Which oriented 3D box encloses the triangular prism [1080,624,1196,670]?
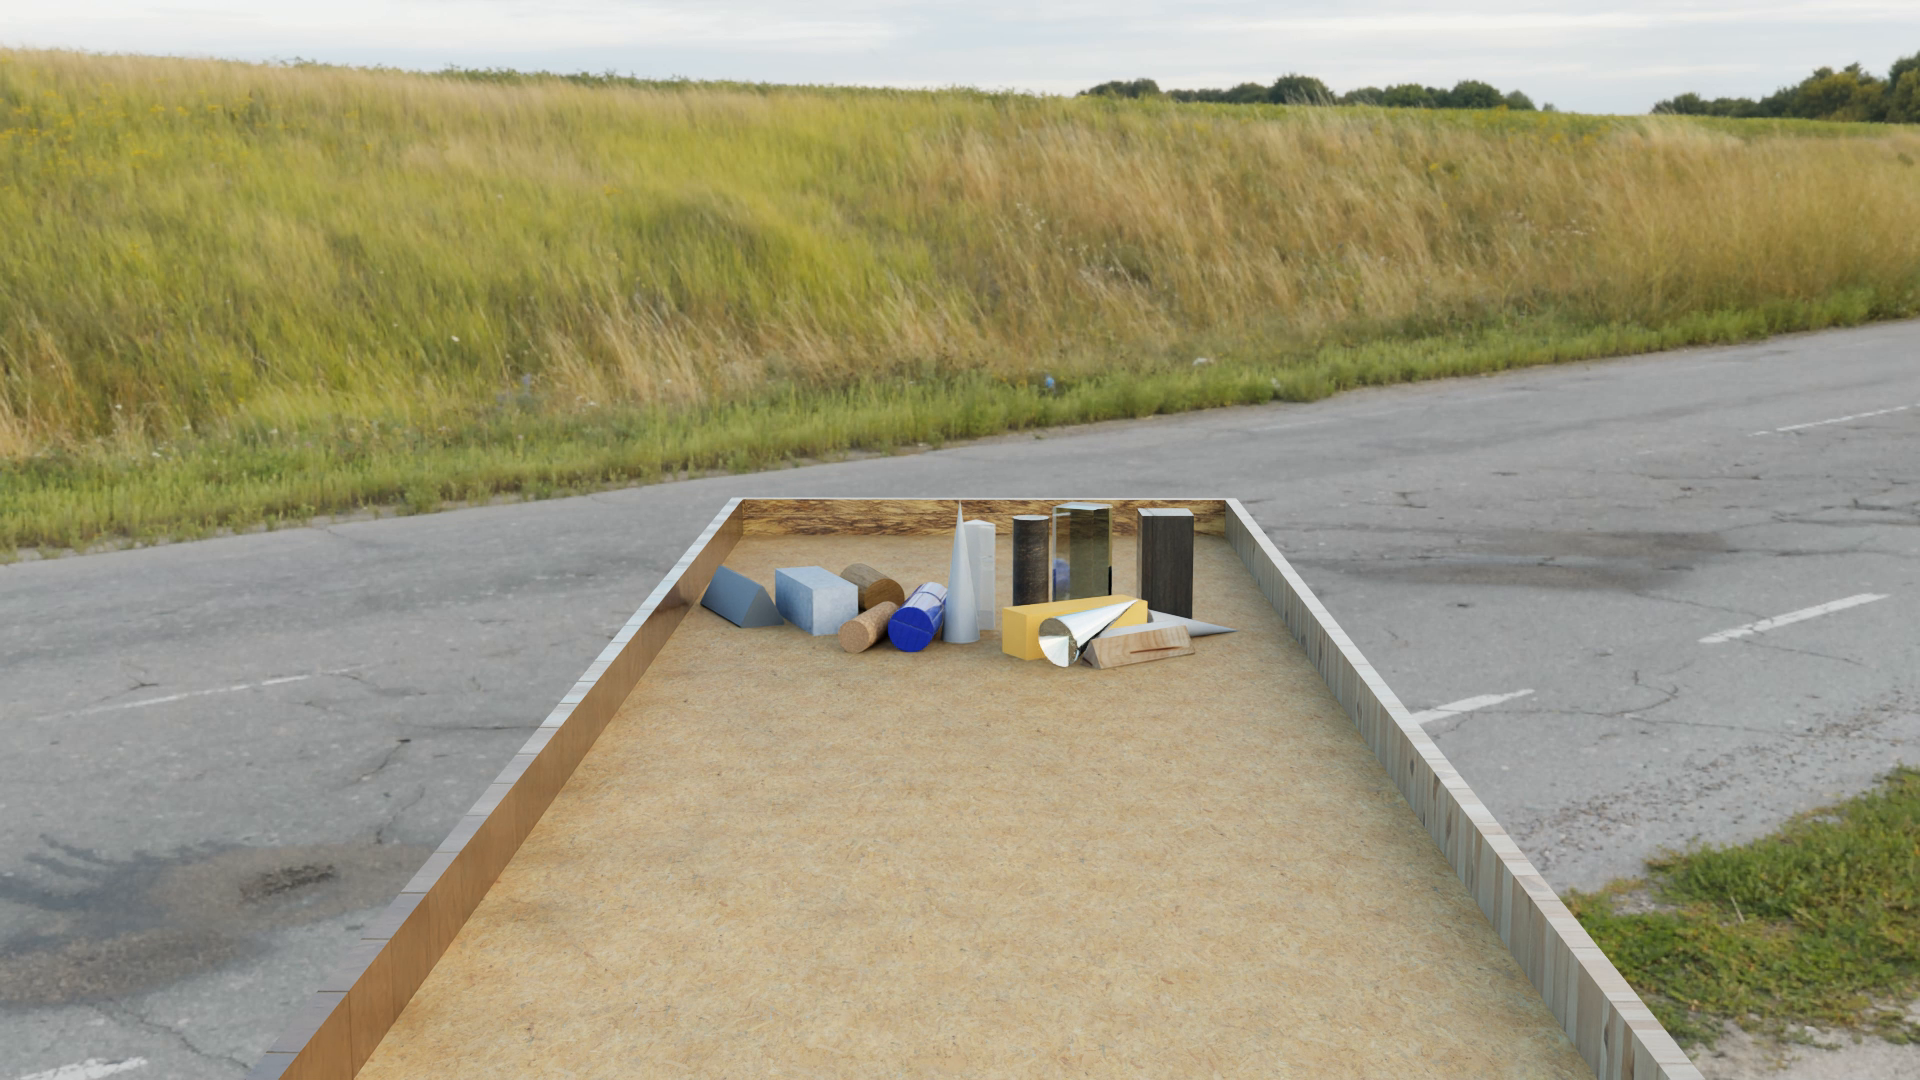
[{"bbox_3d":[0.544,0.321,6.700,0.383,0.083,0.096,-7,11,-37],"label":"triangular prism"}]

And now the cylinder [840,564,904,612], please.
[{"bbox_3d":[-0.302,0.174,7.461,0.141,0.141,0.324,-3,9,-18],"label":"cylinder"}]

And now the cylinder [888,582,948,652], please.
[{"bbox_3d":[-0.123,0.243,7.022,0.142,0.142,0.445,1,9,8],"label":"cylinder"}]

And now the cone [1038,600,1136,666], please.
[{"bbox_3d":[0.423,0.246,6.707,0.156,0.156,0.374,9,25,45],"label":"cone"}]

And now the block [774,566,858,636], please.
[{"bbox_3d":[-0.478,0.198,7.275,0.152,0.152,0.420,-4,10,-21],"label":"block"}]

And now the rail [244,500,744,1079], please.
[{"bbox_3d":[-1.004,0.839,3.234,0.050,0.150,12.000,0,9,1],"label":"rail"}]

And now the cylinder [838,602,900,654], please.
[{"bbox_3d":[-0.280,0.274,6.951,0.103,0.103,0.336,3,9,16],"label":"cylinder"}]

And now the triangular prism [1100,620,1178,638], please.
[{"bbox_3d":[0.548,0.303,6.827,0.316,0.080,0.093,-6,11,-35],"label":"triangular prism"}]

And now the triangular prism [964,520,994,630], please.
[{"bbox_3d":[0.054,0.113,7.187,0.118,0.348,0.102,0,9,0],"label":"triangular prism"}]

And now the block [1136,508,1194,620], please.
[{"bbox_3d":[0.670,0.095,7.201,0.167,0.378,0.167,0,9,-1],"label":"block"}]

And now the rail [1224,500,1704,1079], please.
[{"bbox_3d":[1.046,0.843,3.208,0.050,0.150,12.000,0,9,1],"label":"rail"}]

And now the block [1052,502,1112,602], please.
[{"bbox_3d":[0.398,0.089,7.158,0.145,0.404,0.145,5,10,28],"label":"block"}]

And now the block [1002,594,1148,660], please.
[{"bbox_3d":[0.360,0.270,6.861,0.449,0.139,0.139,-5,10,-30],"label":"block"}]

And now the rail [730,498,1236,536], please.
[{"bbox_3d":[0.099,-0.098,9.147,2.100,0.150,0.050,0,9,1],"label":"rail"}]

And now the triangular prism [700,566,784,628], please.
[{"bbox_3d":[-0.737,0.184,7.406,0.153,0.132,0.449,-4,10,-23],"label":"triangular prism"}]

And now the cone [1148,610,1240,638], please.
[{"bbox_3d":[0.748,0.284,7.047,0.387,0.109,0.109,4,6,-30],"label":"cone"}]

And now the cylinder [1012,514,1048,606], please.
[{"bbox_3d":[0.223,0.126,6.937,0.114,0.399,0.114,0,9,0],"label":"cylinder"}]

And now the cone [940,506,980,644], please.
[{"bbox_3d":[0.001,0.094,6.968,0.128,0.449,0.128,0,11,0],"label":"cone"}]
